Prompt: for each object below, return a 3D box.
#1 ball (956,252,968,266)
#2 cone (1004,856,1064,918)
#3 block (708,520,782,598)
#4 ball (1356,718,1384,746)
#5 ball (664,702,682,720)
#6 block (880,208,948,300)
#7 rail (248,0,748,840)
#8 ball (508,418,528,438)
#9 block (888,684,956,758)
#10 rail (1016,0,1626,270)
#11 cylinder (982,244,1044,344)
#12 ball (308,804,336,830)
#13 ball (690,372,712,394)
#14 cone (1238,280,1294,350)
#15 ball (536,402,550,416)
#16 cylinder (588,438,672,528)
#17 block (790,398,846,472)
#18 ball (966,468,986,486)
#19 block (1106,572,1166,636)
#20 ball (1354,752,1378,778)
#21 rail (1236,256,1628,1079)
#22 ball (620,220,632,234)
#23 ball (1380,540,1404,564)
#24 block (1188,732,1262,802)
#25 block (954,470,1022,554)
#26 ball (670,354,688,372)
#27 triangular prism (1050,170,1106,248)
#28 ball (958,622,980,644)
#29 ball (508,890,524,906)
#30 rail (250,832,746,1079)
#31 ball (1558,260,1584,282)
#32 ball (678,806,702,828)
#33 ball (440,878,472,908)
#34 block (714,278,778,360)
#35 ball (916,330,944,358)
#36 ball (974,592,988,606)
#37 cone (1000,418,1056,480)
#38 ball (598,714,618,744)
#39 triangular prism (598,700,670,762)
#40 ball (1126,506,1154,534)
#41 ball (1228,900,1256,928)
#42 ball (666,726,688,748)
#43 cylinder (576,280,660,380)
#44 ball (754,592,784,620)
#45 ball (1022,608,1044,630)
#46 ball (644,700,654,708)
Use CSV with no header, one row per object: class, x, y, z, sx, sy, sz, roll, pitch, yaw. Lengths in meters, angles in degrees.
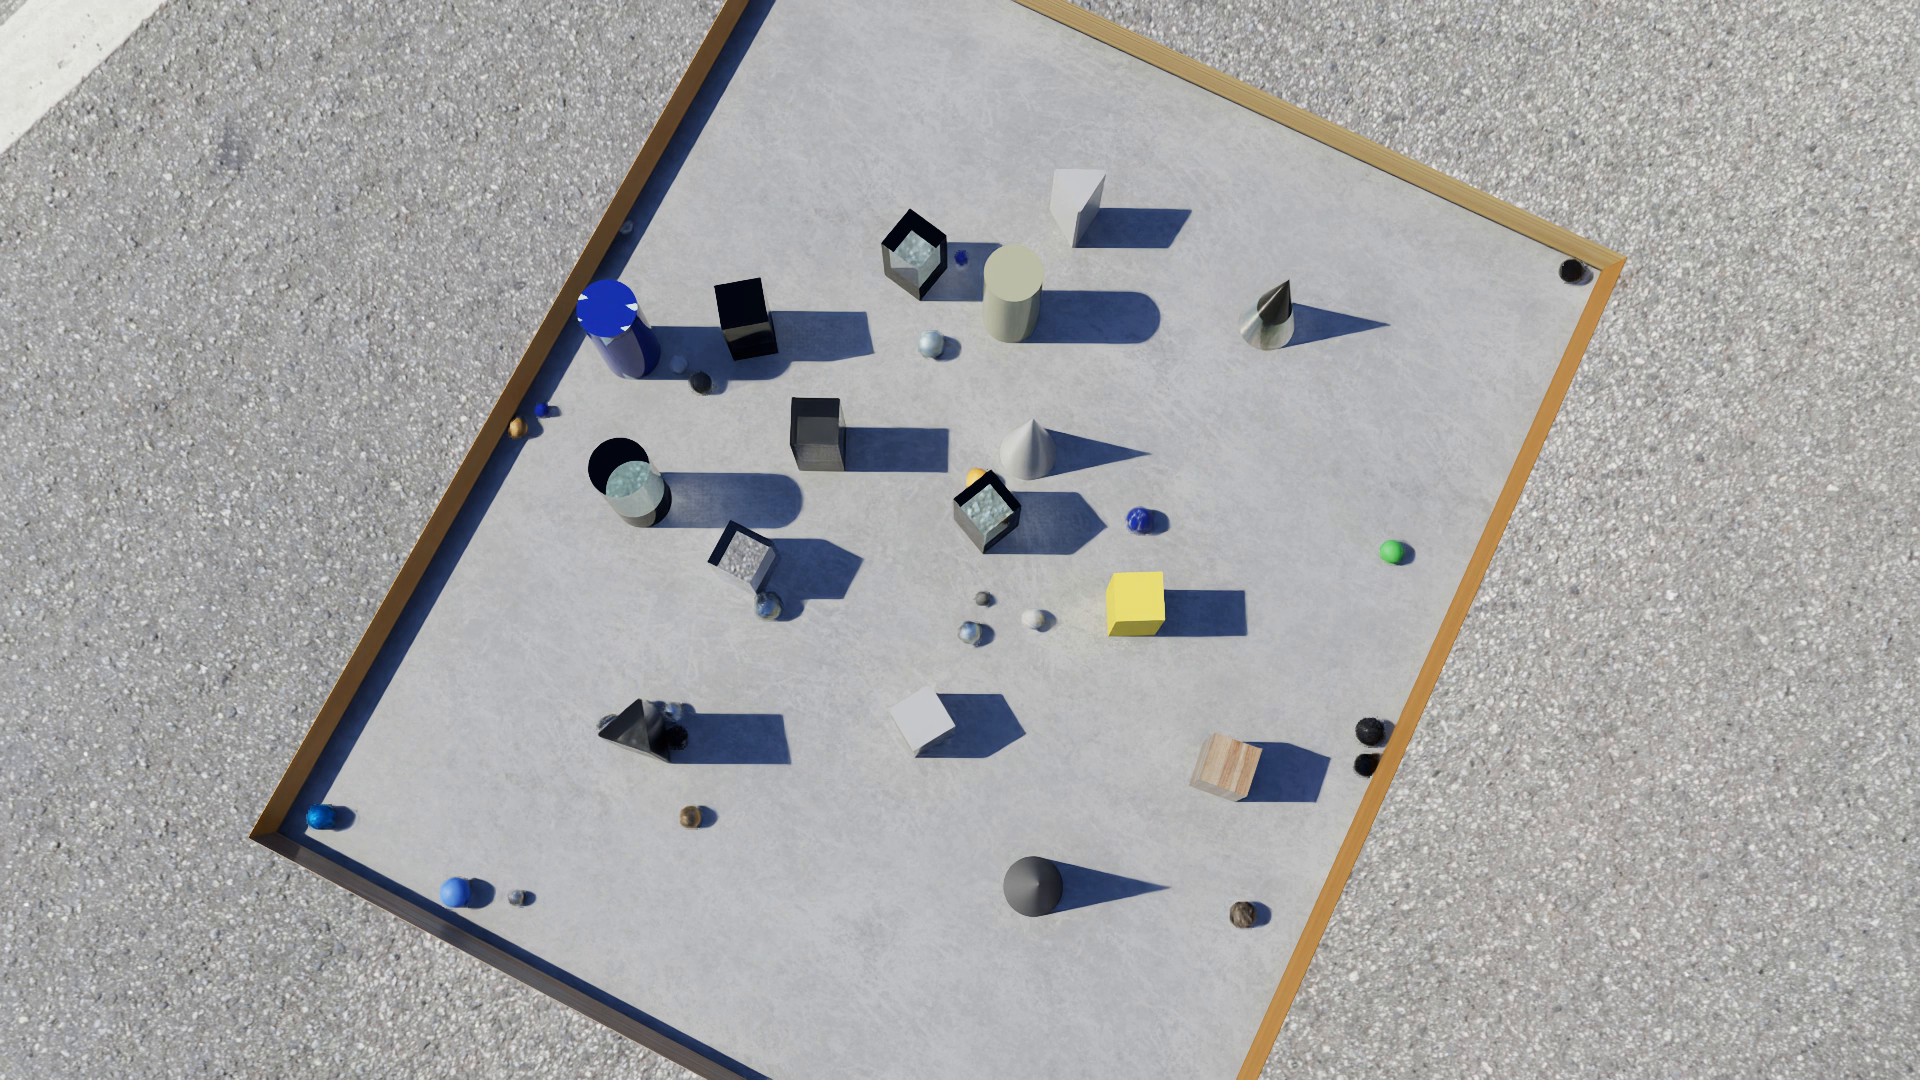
ball,0.005,-0.887,5.779,0.040,0.040,0.040,0,78,0
cone,0.216,0.979,5.198,0.177,0.423,0.177,0,78,0
block,-0.641,0.060,5.471,0.141,0.261,0.141,27,80,5
ball,1.220,0.570,5.455,0.085,0.085,0.085,0,78,0
ball,-0.859,0.513,5.482,0.056,0.056,0.056,0,78,0
block,-0.139,-0.877,5.654,0.141,0.280,0.141,37,81,7
rail,-1.279,-0.620,5.685,0.045,0.115,3.442,26,80,5
ball,-1.365,-0.347,5.656,0.063,0.063,0.063,0,78,0
block,-0.110,0.534,5.394,0.141,0.219,0.141,-31,80,-6
rail,0.759,-1.481,5.863,2.906,0.115,0.045,26,80,5
cylinder,0.158,-0.743,5.568,0.177,0.396,0.177,0,78,0
ball,-1.883,0.819,5.408,0.076,0.076,0.076,0,78,0
ball,-0.803,-0.487,5.683,0.067,0.067,0.067,0,78,0
cone,0.963,-0.721,5.556,0.177,0.410,0.177,0,78,0
ball,-1.291,-0.403,5.677,0.044,0.044,0.044,0,78,0
cylinder,-0.975,-0.166,5.439,0.177,0.415,0.177,0,78,0
block,-0.424,-0.315,5.514,0.141,0.328,0.141,1,78,0
ball,0.054,-0.184,5.616,0.075,0.075,0.075,0,78,0
block,0.517,0.192,5.428,0.141,0.290,0.141,-2,78,0
ball,1.204,0.668,5.442,0.071,0.071,0.071,0,78,0
rail,1.279,0.632,5.426,0.045,0.115,3.442,26,80,5
ball,-1.059,-0.989,5.799,0.042,0.042,0.042,0,78,0
ball,1.312,0.035,5.572,0.072,0.072,0.072,0,78,0
block,0.773,0.666,5.349,0.141,0.254,0.141,19,79,4
block,0.080,-0.082,5.489,0.141,0.282,0.141,-38,81,-7
ball,-0.873,-0.549,5.700,0.058,0.058,0.058,0,78,0
triangular prism,0.343,-1.053,5.678,0.133,0.306,0.153,31,80,6
ball,0.028,0.279,5.523,0.069,0.069,0.069,0,78,0
ball,-1.301,1.050,5.375,0.046,0.046,0.046,0,78,0
rail,-0.759,1.493,5.248,2.906,0.115,0.045,26,80,5
ball,1.917,-0.845,5.753,0.074,0.074,0.074,0,78,0
ball,-0.797,0.817,5.413,0.067,0.067,0.067,0,78,0
ball,-1.473,1.033,5.358,0.088,0.088,0.088,0,78,0
block,-0.651,-0.672,5.598,0.141,0.307,0.141,-11,79,-2
ball,-0.092,-0.608,5.699,0.085,0.085,0.085,0,78,0
ball,0.065,0.178,5.558,0.043,0.043,0.043,0,78,0
cone,0.212,-0.311,5.477,0.177,0.398,0.177,0,78,0
ball,-1.036,0.562,5.455,0.087,0.087,0.087,0,78,0
triangular prism,-0.919,0.544,5.314,0.153,0.371,0.133,18,79,4
ball,0.549,-0.062,5.587,0.083,0.083,0.083,0,78,0
ball,0.824,1.094,5.350,0.079,0.079,0.079,0,78,0
ball,-0.844,0.587,5.460,0.068,0.068,0.068,0,78,0
cylinder,-1.025,-0.630,5.529,0.177,0.426,0.177,0,78,0
ball,-0.577,0.198,5.531,0.086,0.086,0.086,0,78,0
ball,0.218,0.238,5.533,0.066,0.066,0.066,0,78,0
ball,-0.943,0.506,5.480,0.061,0.061,0.061,0,78,0
